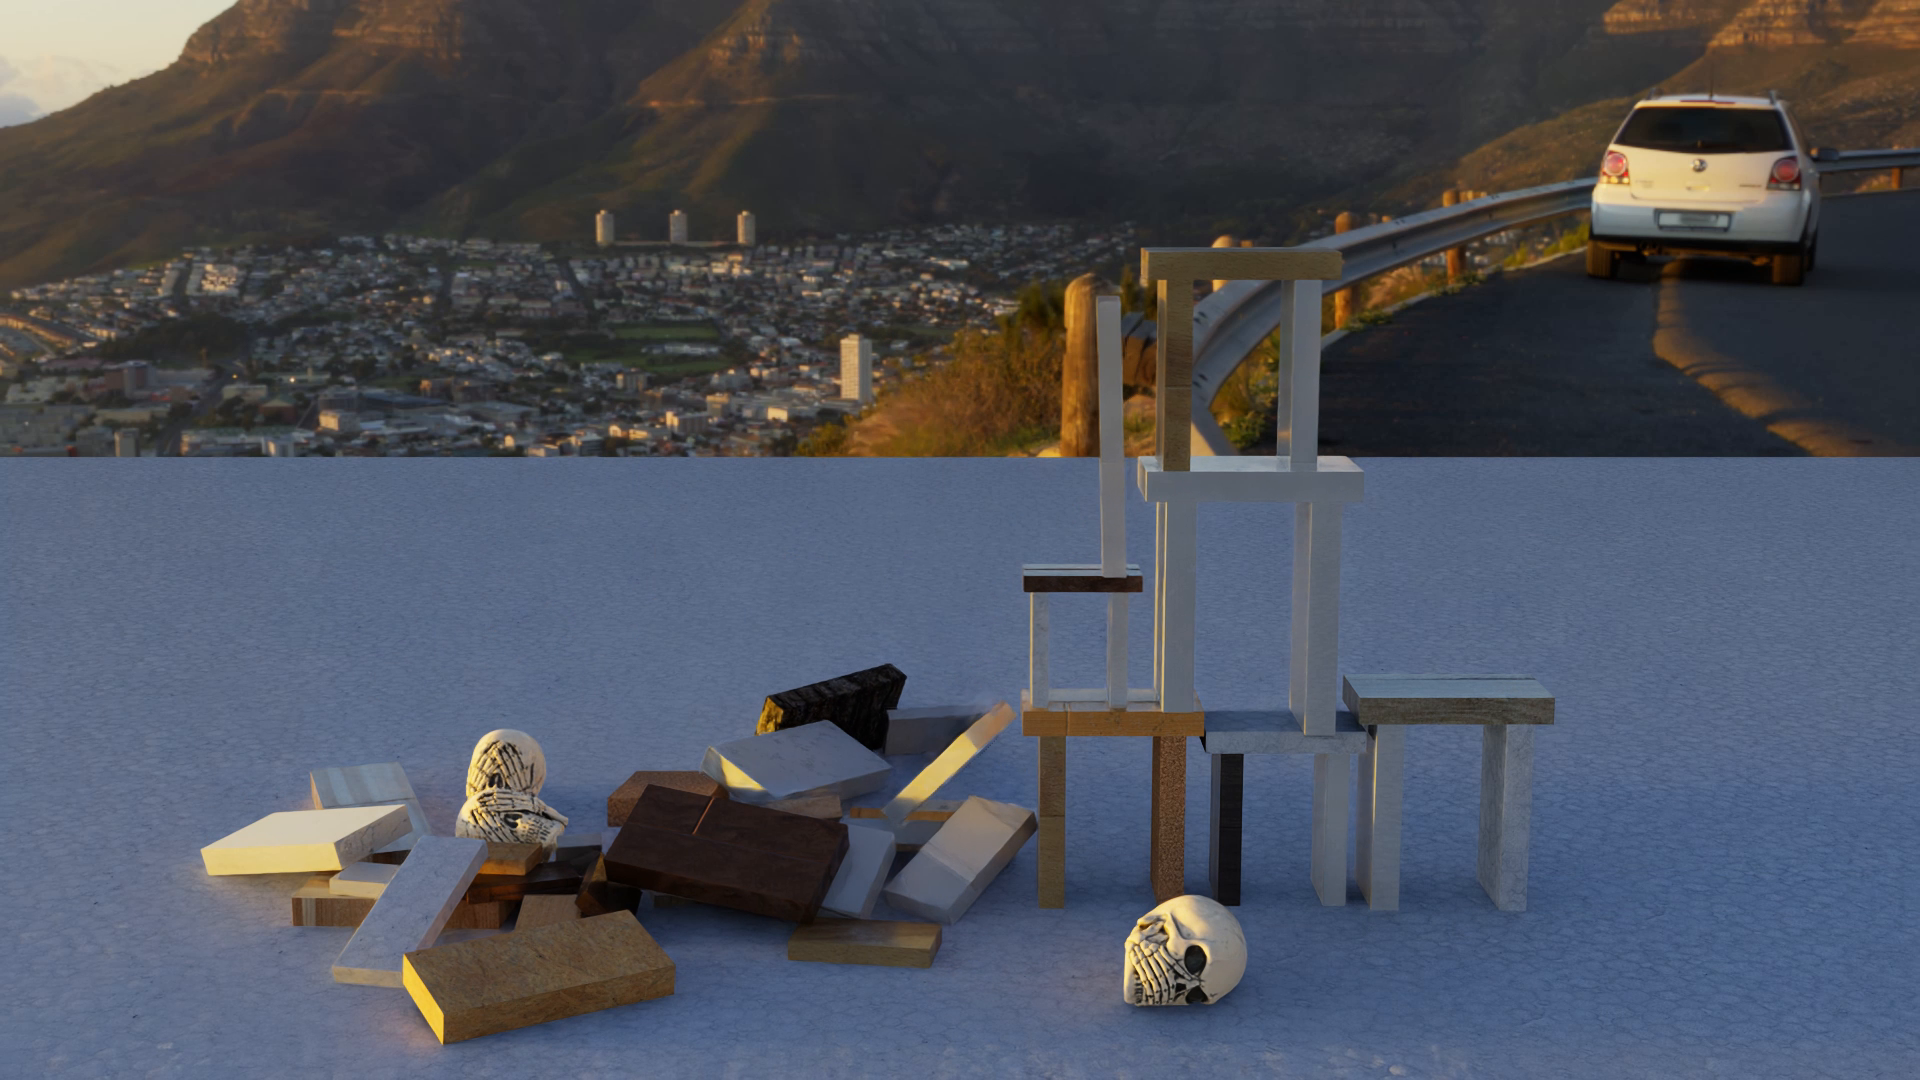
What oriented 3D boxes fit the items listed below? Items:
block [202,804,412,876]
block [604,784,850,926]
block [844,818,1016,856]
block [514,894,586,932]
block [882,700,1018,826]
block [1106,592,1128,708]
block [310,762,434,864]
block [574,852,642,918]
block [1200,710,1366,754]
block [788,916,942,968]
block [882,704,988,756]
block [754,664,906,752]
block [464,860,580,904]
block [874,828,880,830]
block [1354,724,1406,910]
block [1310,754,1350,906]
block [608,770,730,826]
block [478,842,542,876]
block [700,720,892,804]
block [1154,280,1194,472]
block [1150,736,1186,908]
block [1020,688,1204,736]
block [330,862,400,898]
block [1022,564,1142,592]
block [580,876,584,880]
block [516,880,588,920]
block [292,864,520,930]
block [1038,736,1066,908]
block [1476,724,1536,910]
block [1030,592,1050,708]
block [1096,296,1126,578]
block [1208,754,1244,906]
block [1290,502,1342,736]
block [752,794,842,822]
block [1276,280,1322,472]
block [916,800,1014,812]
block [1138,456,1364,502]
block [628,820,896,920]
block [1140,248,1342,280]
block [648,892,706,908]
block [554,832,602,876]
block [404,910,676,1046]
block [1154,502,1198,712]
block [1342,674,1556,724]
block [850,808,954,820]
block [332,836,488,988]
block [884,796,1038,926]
[{"bbox_3d":[-1.110,0.510,3.733,0.333,0.047,0.166,-7,12,33],"label":"block"},{"bbox_3d":[-0.373,0.502,3.530,0.350,0.050,0.175,9,40,15],"label":"block"},{"bbox_3d":[-0.050,0.514,3.815,0.286,0.041,0.143,1,-13,6],"label":"block"},{"bbox_3d":[-0.638,0.609,3.399,0.096,0.027,0.193,0,21,-2],"label":"block"},{"bbox_3d":[-0.018,0.376,3.704,0.259,0.037,0.130,-46,-7,39],"label":"block"},{"bbox_3d":[0.257,0.169,3.588,0.027,0.191,0.095,0,11,0],"label":"block"},{"bbox_3d":[-1.067,0.506,3.994,0.167,0.047,0.553,-4,11,-21],"label":"block"},{"bbox_3d":[-0.561,0.572,3.519,0.027,0.096,0.193,-42,9,5],"label":"block"},{"bbox_3d":[0.528,0.316,3.623,0.259,0.037,0.130,0,11,0],"label":"block"},{"bbox_3d":[-0.146,0.623,3.408,0.221,0.031,0.110,2,11,9],"label":"block"},{"bbox_3d":[-0.052,0.386,4.484,0.204,0.102,0.029,-2,41,-13],"label":"block"},{"bbox_3d":[-0.266,0.365,4.384,0.050,0.177,0.354,35,29,31],"label":"block"},{"bbox_3d":[-0.711,0.552,3.548,0.177,0.025,0.089,-4,11,-21],"label":"block"},{"bbox_3d":[-0.272,0.522,3.730,0.286,0.041,0.143,1,-22,6],"label":"block"},{"bbox_3d":[0.693,0.436,3.640,0.044,0.313,0.157,0,11,0],"label":"block"},{"bbox_3d":[0.614,0.462,3.650,0.037,0.259,0.130,0,11,0],"label":"block"},{"bbox_3d":[-0.529,0.471,4.024,0.177,0.050,0.354,0,2,0],"label":"block"},{"bbox_3d":[-0.782,0.518,3.591,0.177,0.025,0.089,1,9,7],"label":"block"},{"bbox_3d":[-0.304,0.430,4.141,0.177,0.050,0.354,33,22,28],"label":"block"},{"bbox_3d":[0.341,-0.269,3.508,0.042,0.300,0.150,0,11,0],"label":"block"},{"bbox_3d":[0.345,0.446,3.643,0.041,0.292,0.146,0,11,0],"label":"block"},{"bbox_3d":[0.247,0.283,3.613,0.292,0.041,0.146,0,11,0],"label":"block"},{"bbox_3d":[-0.914,0.552,3.549,0.177,0.025,0.089,3,11,13],"label":"block"},{"bbox_3d":[0.197,0.062,3.569,0.191,0.027,0.095,0,11,0],"label":"block"},{"bbox_3d":[-0.609,0.568,3.729,0.147,0.021,0.073,-1,11,-6],"label":"block"},{"bbox_3d":[-0.637,0.596,3.562,0.096,0.027,0.193,2,11,10],"label":"block"},{"bbox_3d":[-0.897,0.581,3.590,0.333,0.047,0.167,1,11,3],"label":"block"},{"bbox_3d":[0.151,0.447,3.643,0.041,0.292,0.146,0,11,1],"label":"block"},{"bbox_3d":[0.902,0.436,3.640,0.044,0.313,0.157,0,11,0],"label":"block"},{"bbox_3d":[0.130,0.169,3.590,0.027,0.191,0.095,0,11,0],"label":"block"},{"bbox_3d":[0.243,-0.167,3.525,0.037,0.439,0.130,-1,10,3],"label":"block"},{"bbox_3d":[0.441,0.462,3.650,0.037,0.259,0.130,0,11,0],"label":"block"},{"bbox_3d":[0.579,0.111,3.585,0.049,0.380,0.171,0,11,0],"label":"block"},{"bbox_3d":[-0.362,0.501,3.834,0.286,0.041,0.143,-4,-24,-20],"label":"block"},{"bbox_3d":[0.541,-0.269,3.508,0.042,0.300,0.150,0,11,0],"label":"block"},{"bbox_3d":[-0.007,0.492,4.019,0.204,0.029,0.102,3,-7,3],"label":"block"},{"bbox_3d":[0.465,-0.099,3.546,0.343,0.049,0.171,0,11,0],"label":"block"},{"bbox_3d":[-0.323,0.521,3.583,0.403,0.050,0.175,9,41,15],"label":"block"},{"bbox_3d":[0.442,-0.438,3.478,0.300,0.042,0.150,0,11,0],"label":"block"},{"bbox_3d":[-0.439,0.582,3.654,0.147,0.021,0.073,-3,11,-15],"label":"block"},{"bbox_3d":[-0.631,0.521,3.636,0.073,0.021,0.147,-3,-27,-13],"label":"block"},{"bbox_3d":[-0.613,0.634,3.211,0.350,0.050,0.175,-6,23,-31],"label":"block"},{"bbox_3d":[0.350,0.093,3.582,0.049,0.343,0.171,0,11,0],"label":"block"},{"bbox_3d":[0.798,0.260,3.607,0.313,0.044,0.157,0,11,0],"label":"block"},{"bbox_3d":[-0.087,0.505,3.941,0.204,0.029,0.102,2,-14,9],"label":"block"},{"bbox_3d":[-0.847,0.571,3.408,0.110,0.031,0.331,2,29,11],"label":"block"},{"bbox_3d":[0.003,0.526,3.631,0.130,0.037,0.259,10,37,35],"label":"block"}]
